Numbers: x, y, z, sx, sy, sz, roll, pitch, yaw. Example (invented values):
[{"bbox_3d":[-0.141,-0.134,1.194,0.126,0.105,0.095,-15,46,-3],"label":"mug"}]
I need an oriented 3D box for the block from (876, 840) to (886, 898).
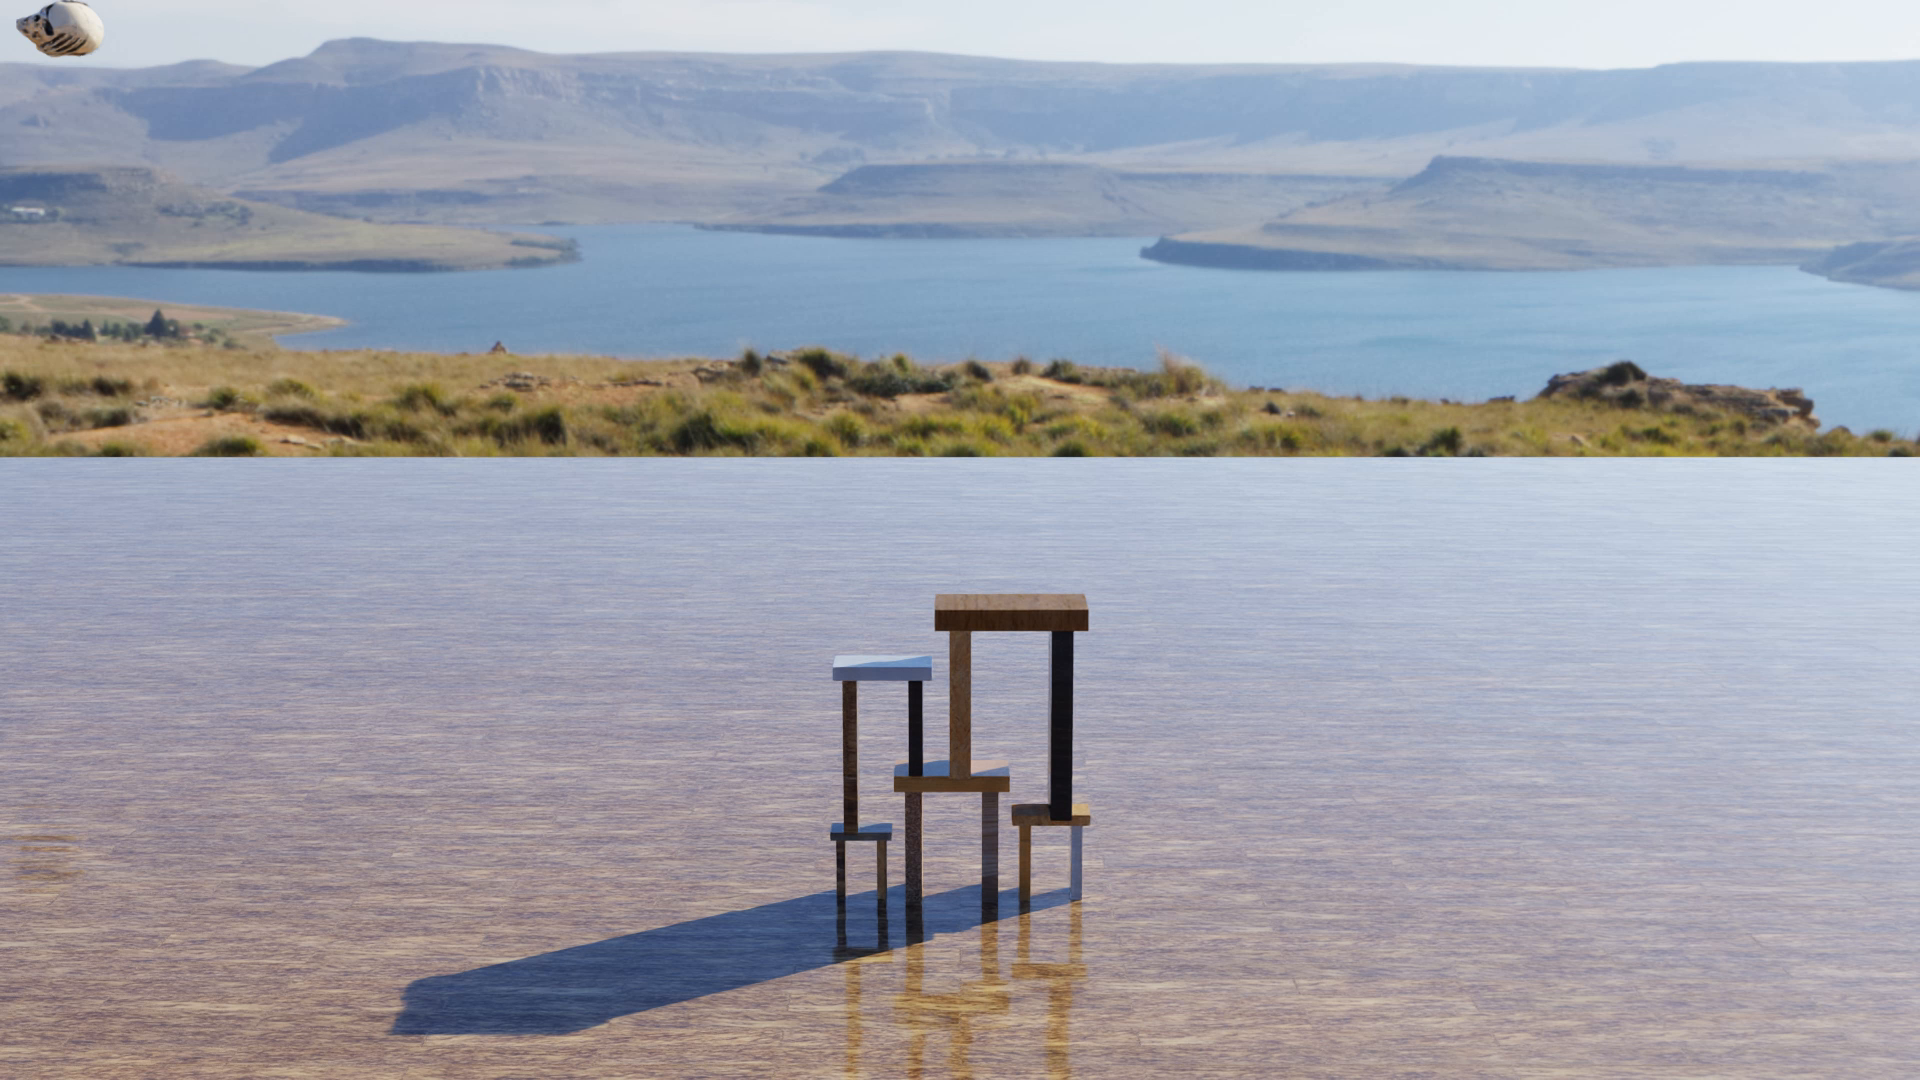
[{"bbox_3d":[-0.130,0.541,3.659,0.014,0.101,0.050,0,11,0],"label":"block"}]

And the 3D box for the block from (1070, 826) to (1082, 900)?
[{"bbox_3d":[0.192,0.527,3.658,0.018,0.128,0.064,0,11,0],"label":"block"}]

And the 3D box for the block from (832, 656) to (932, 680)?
[{"bbox_3d":[-0.126,0.209,3.597,0.160,0.023,0.080,0,11,0],"label":"block"}]

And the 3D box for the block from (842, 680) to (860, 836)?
[{"bbox_3d":[-0.179,0.349,3.623,0.023,0.261,0.080,0,11,0],"label":"block"}]

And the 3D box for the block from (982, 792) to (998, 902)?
[{"bbox_3d":[0.050,0.496,3.656,0.027,0.189,0.095,0,11,0],"label":"block"}]

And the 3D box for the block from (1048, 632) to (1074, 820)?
[{"bbox_3d":[0.165,0.291,3.616,0.035,0.316,0.123,0,11,0],"label":"block"}]

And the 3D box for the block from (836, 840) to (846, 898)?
[{"bbox_3d":[-0.197,0.541,3.659,0.014,0.101,0.050,0,11,0],"label":"block"}]

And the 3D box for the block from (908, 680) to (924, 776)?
[{"bbox_3d":[-0.072,0.299,3.613,0.023,0.160,0.080,0,11,0],"label":"block"}]

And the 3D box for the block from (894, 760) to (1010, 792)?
[{"bbox_3d":[-0.014,0.390,3.637,0.189,0.027,0.095,0,11,0],"label":"block"}]

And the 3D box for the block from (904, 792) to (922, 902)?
[{"bbox_3d":[-0.077,0.496,3.656,0.027,0.189,0.095,0,11,0],"label":"block"}]

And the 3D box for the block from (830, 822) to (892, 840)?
[{"bbox_3d":[-0.163,0.484,3.648,0.101,0.014,0.050,0,11,0],"label":"block"}]

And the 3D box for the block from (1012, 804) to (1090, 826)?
[{"bbox_3d":[0.150,0.455,3.645,0.128,0.018,0.064,0,11,0],"label":"block"}]

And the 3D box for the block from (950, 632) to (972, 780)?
[{"bbox_3d":[0.000,0.256,3.609,0.035,0.247,0.123,0,11,0],"label":"block"}]

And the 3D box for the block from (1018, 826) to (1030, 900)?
[{"bbox_3d":[0.107,0.527,3.658,0.018,0.128,0.064,0,11,0],"label":"block"}]

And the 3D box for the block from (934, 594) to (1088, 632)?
[{"bbox_3d":[0.083,0.118,3.583,0.247,0.035,0.123,0,11,0],"label":"block"}]
